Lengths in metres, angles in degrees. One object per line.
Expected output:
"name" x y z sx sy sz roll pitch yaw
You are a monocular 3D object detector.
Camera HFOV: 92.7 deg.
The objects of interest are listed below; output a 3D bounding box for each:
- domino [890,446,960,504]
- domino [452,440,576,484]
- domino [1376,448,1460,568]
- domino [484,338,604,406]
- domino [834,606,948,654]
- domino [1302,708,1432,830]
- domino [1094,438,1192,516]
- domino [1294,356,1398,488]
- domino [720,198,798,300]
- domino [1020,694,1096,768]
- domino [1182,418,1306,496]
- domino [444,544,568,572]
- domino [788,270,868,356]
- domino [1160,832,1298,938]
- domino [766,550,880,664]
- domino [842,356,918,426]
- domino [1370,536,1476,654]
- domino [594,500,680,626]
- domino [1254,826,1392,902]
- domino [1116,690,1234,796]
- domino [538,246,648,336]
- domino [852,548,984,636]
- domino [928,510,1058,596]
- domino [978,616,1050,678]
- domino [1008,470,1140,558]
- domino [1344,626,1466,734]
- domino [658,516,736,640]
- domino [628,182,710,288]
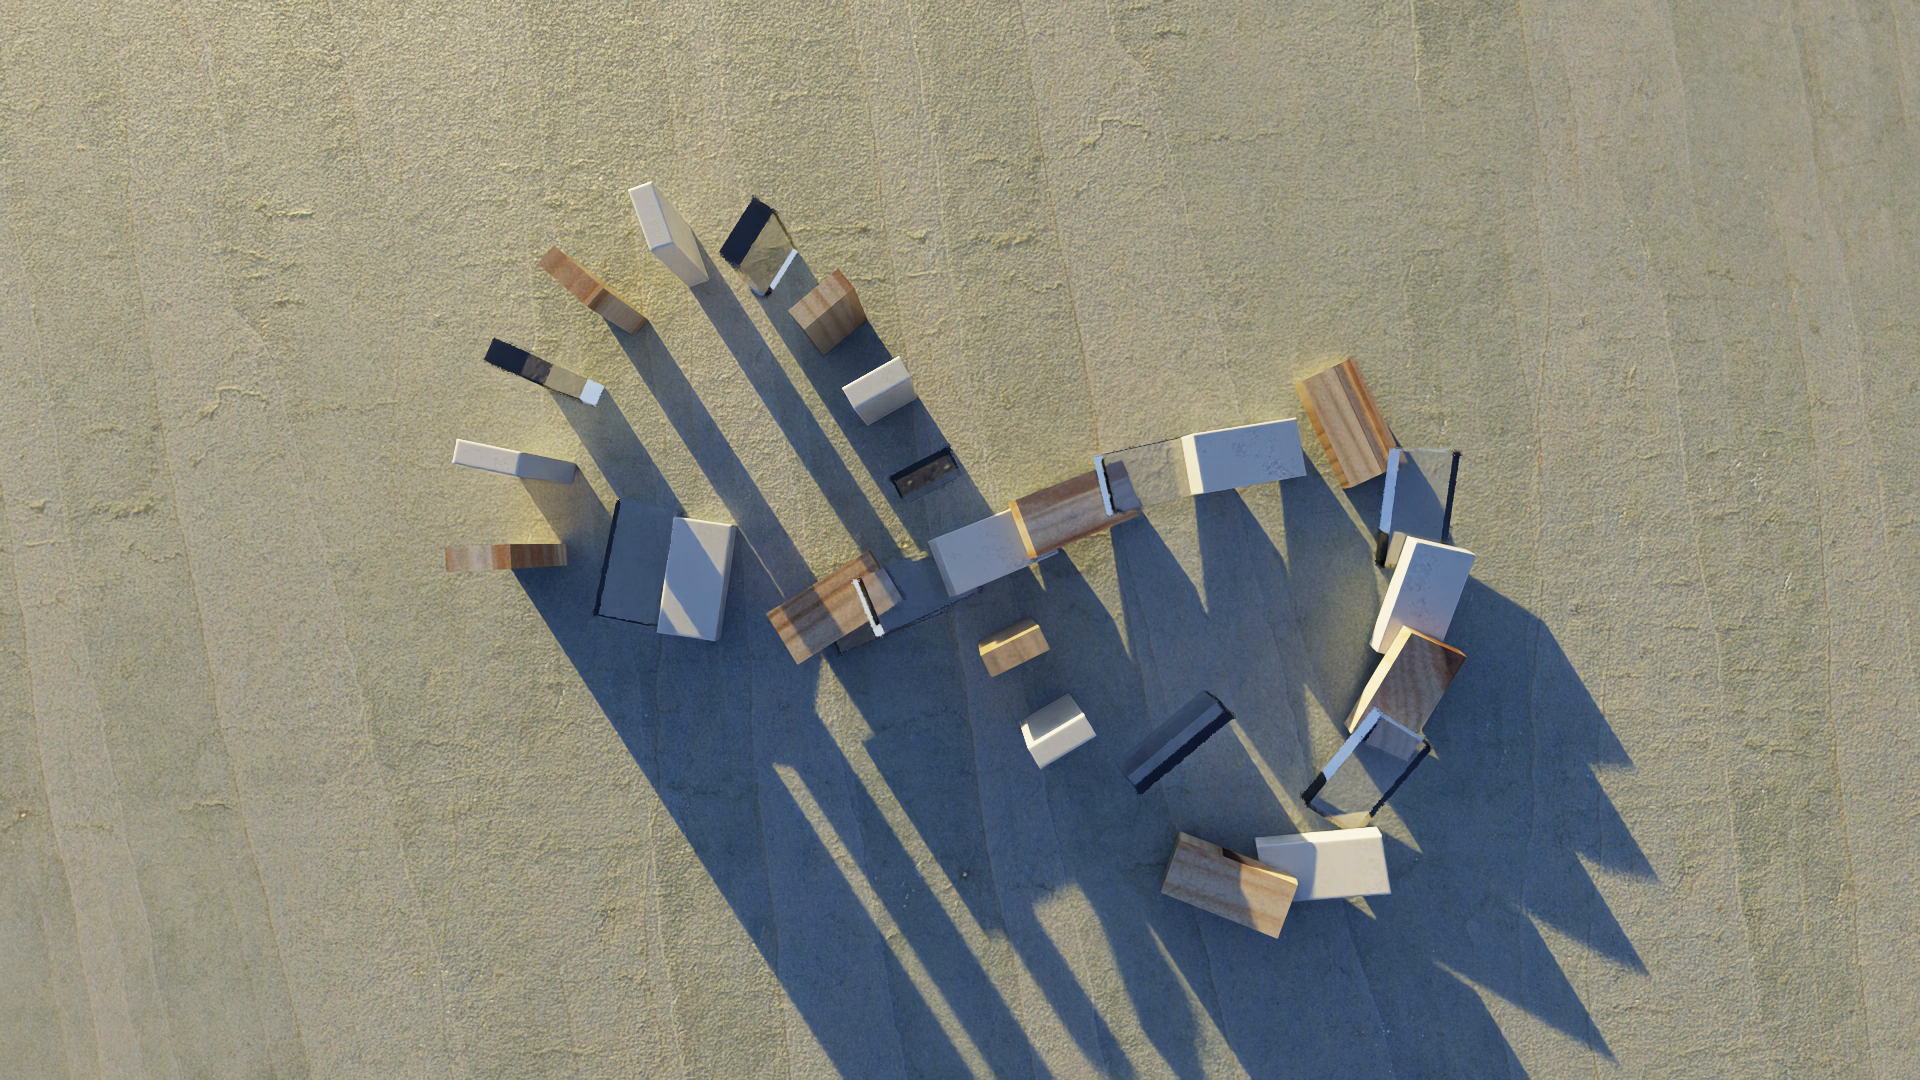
"domino" -0.014 -0.026 0.375 0.025 0.050 0.009 -27 90 0
"domino" -0.181 -0.031 0.375 0.025 0.050 0.010 12 90 0
"domino" 0.194 -0.013 0.390 0.025 0.009 0.050 1 104 0
"domino" -0.169 -0.068 0.375 0.025 0.050 0.010 24 90 0
"domino" -0.033 0.028 0.395 0.050 0.010 0.025 -22 90 0
"domino" 0.172 0.099 0.389 0.025 0.010 0.050 32 105 0
"domino" 0.084 -0.028 0.389 0.050 0.009 0.025 -13 90 -15
"domino" 0.168 -0.050 0.395 0.025 0.010 0.050 -25 90 0
"domino" -0.081 -0.118 0.375 0.009 0.050 0.025 32 90 0
"domino" 0.039 0.077 0.375 0.025 0.050 0.009 -31 90 0
"domino" 0.121 -0.035 0.389 0.050 0.010 0.025 -10 90 -15
"domino" -0.184 0.007 0.375 0.025 0.050 0.010 -3 90 0
"domino" -0.053 -0.092 0.375 0.025 0.050 0.009 -40 90 0
"domino" 0.114 0.146 0.389 0.050 0.010 0.025 19 98 11
"domino" -0.053 0.028 0.386 0.050 0.010 0.025 -32 90 0
"domino" -0.032 -0.060 0.375 0.025 0.050 0.010 -29 90 0
"domino" 0.196 0.026 0.389 0.025 0.009 0.050 12 105 0
"domino" -0.139 0.010 0.395 0.025 0.010 0.050 11 90 0
"domino" 0.154 0.138 0.389 0.050 0.009 0.025 -10 92 13
"domino" 0.090 0.085 0.388 0.050 0.025 0.009 -40 90 0
"domino" -0.149 -0.101 0.375 0.025 0.050 0.010 41 90 0
"domino" -0.017 0.019 0.381 0.050 0.009 0.025 -23 91 -29
"domino" 0.014 0.003 0.386 0.050 0.010 0.025 -22 90 -22
"domino" 0.021 0.043 0.375 0.025 0.050 0.009 -26 90 0
"domino" 0.048 -0.013 0.389 0.050 0.009 0.025 -21 90 -16
"domino" 0.188 0.064 0.389 0.025 0.009 0.050 24 105 0
"domino" -0.113 0.017 0.395 0.025 0.010 0.050 8 90 0
"domino" -0.118 -0.124 0.375 0.009 0.050 0.025 -20 90 0
